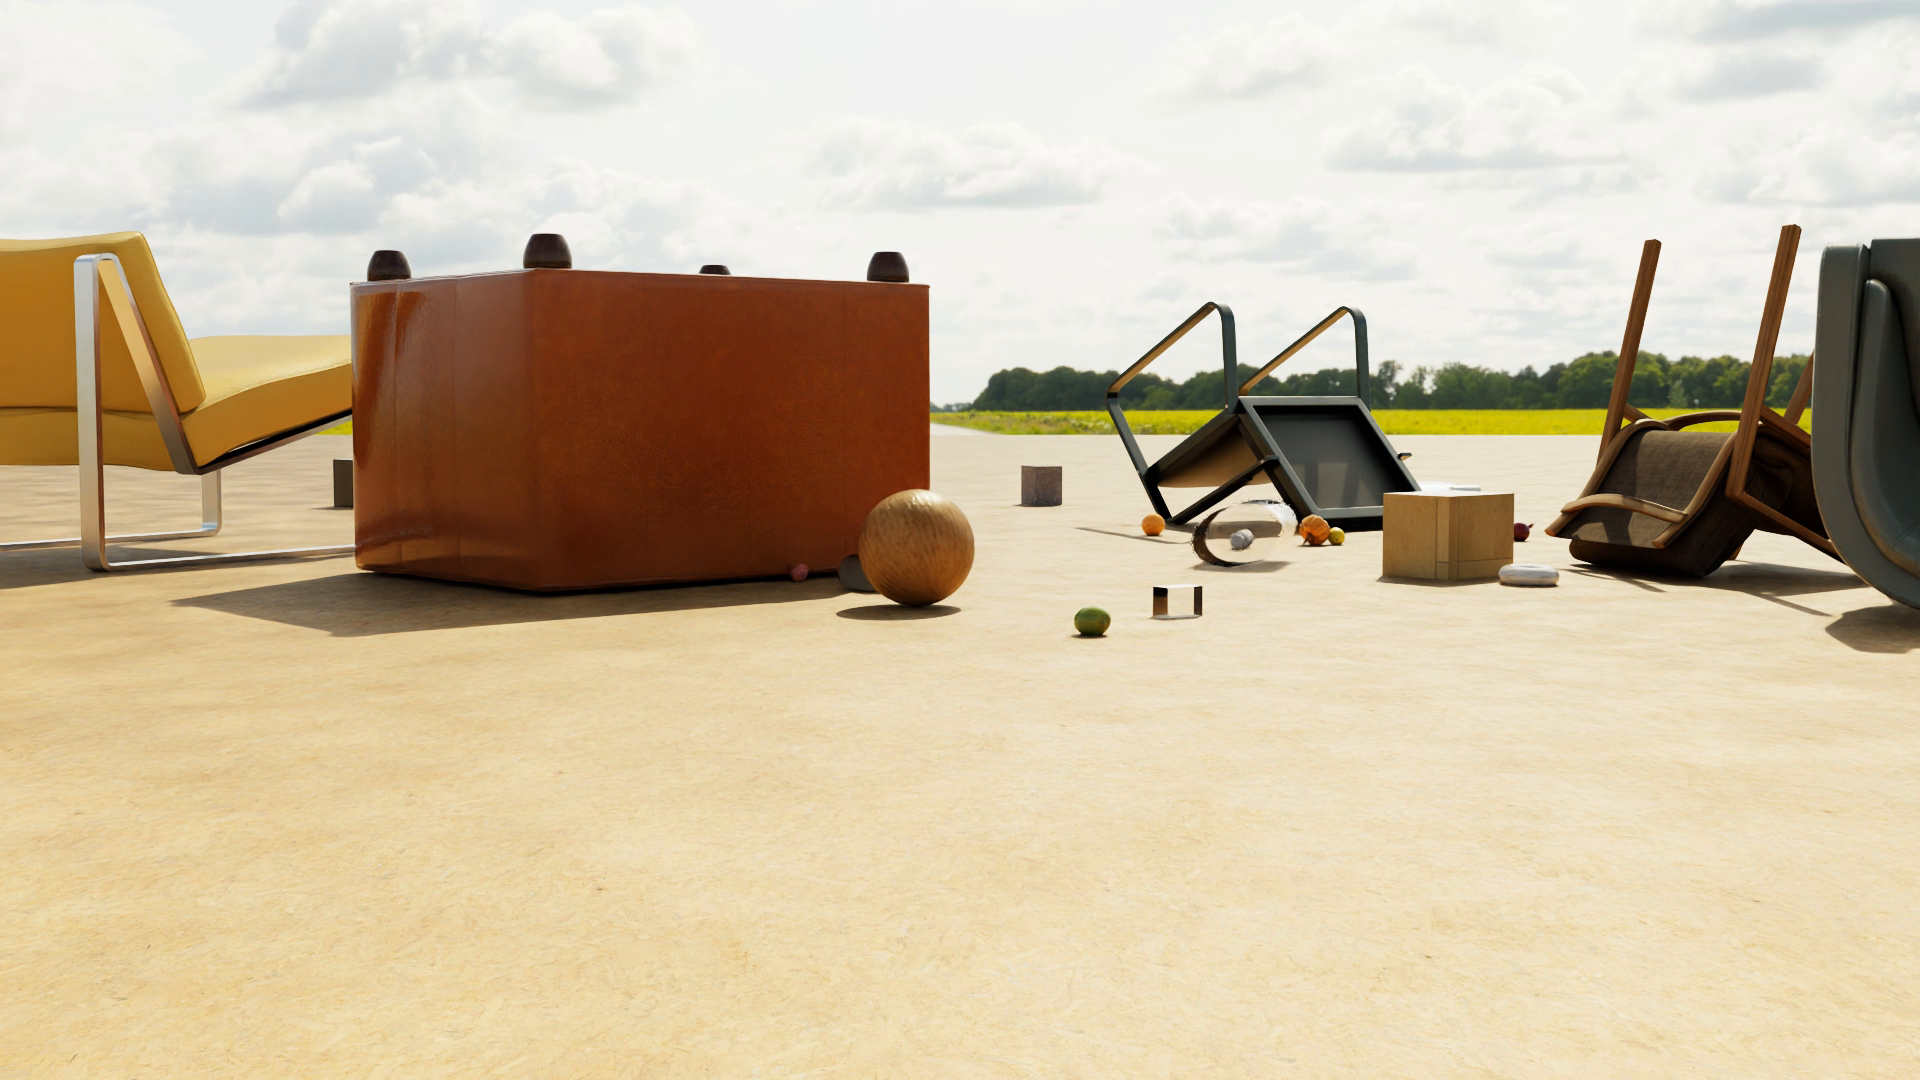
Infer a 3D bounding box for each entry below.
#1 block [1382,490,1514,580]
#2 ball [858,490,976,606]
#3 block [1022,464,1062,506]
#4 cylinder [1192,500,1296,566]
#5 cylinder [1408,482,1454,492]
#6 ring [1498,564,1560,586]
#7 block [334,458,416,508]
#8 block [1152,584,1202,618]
[{"bbox_3d":[1.181,-0.015,5.319,0.251,0.197,0.197,-3,5,-40],"label":"block"},{"bbox_3d":[-0.090,0.016,4.547,0.242,0.242,0.242,0,4,0],"label":"ball"},{"bbox_3d":[0.318,-0.215,8.573,0.112,0.150,0.153,-1,4,-19],"label":"block"},{"bbox_3d":[0.735,-0.020,5.661,0.232,0.152,0.252,-17,-2,18],"label":"cylinder"},{"bbox_3d":[1.915,-0.200,8.932,0.176,0.072,0.192,1,6,14],"label":"cylinder"},{"bbox_3d":[1.310,0.081,5.063,0.136,0.043,0.161,1,5,0],"label":"ring"},{"bbox_3d":[-2.249,-0.220,8.442,0.220,0.180,0.218,4,5,43],"label":"block"},{"bbox_3d":[0.432,0.121,4.359,0.084,0.059,0.053,-3,5,-34],"label":"block"}]
